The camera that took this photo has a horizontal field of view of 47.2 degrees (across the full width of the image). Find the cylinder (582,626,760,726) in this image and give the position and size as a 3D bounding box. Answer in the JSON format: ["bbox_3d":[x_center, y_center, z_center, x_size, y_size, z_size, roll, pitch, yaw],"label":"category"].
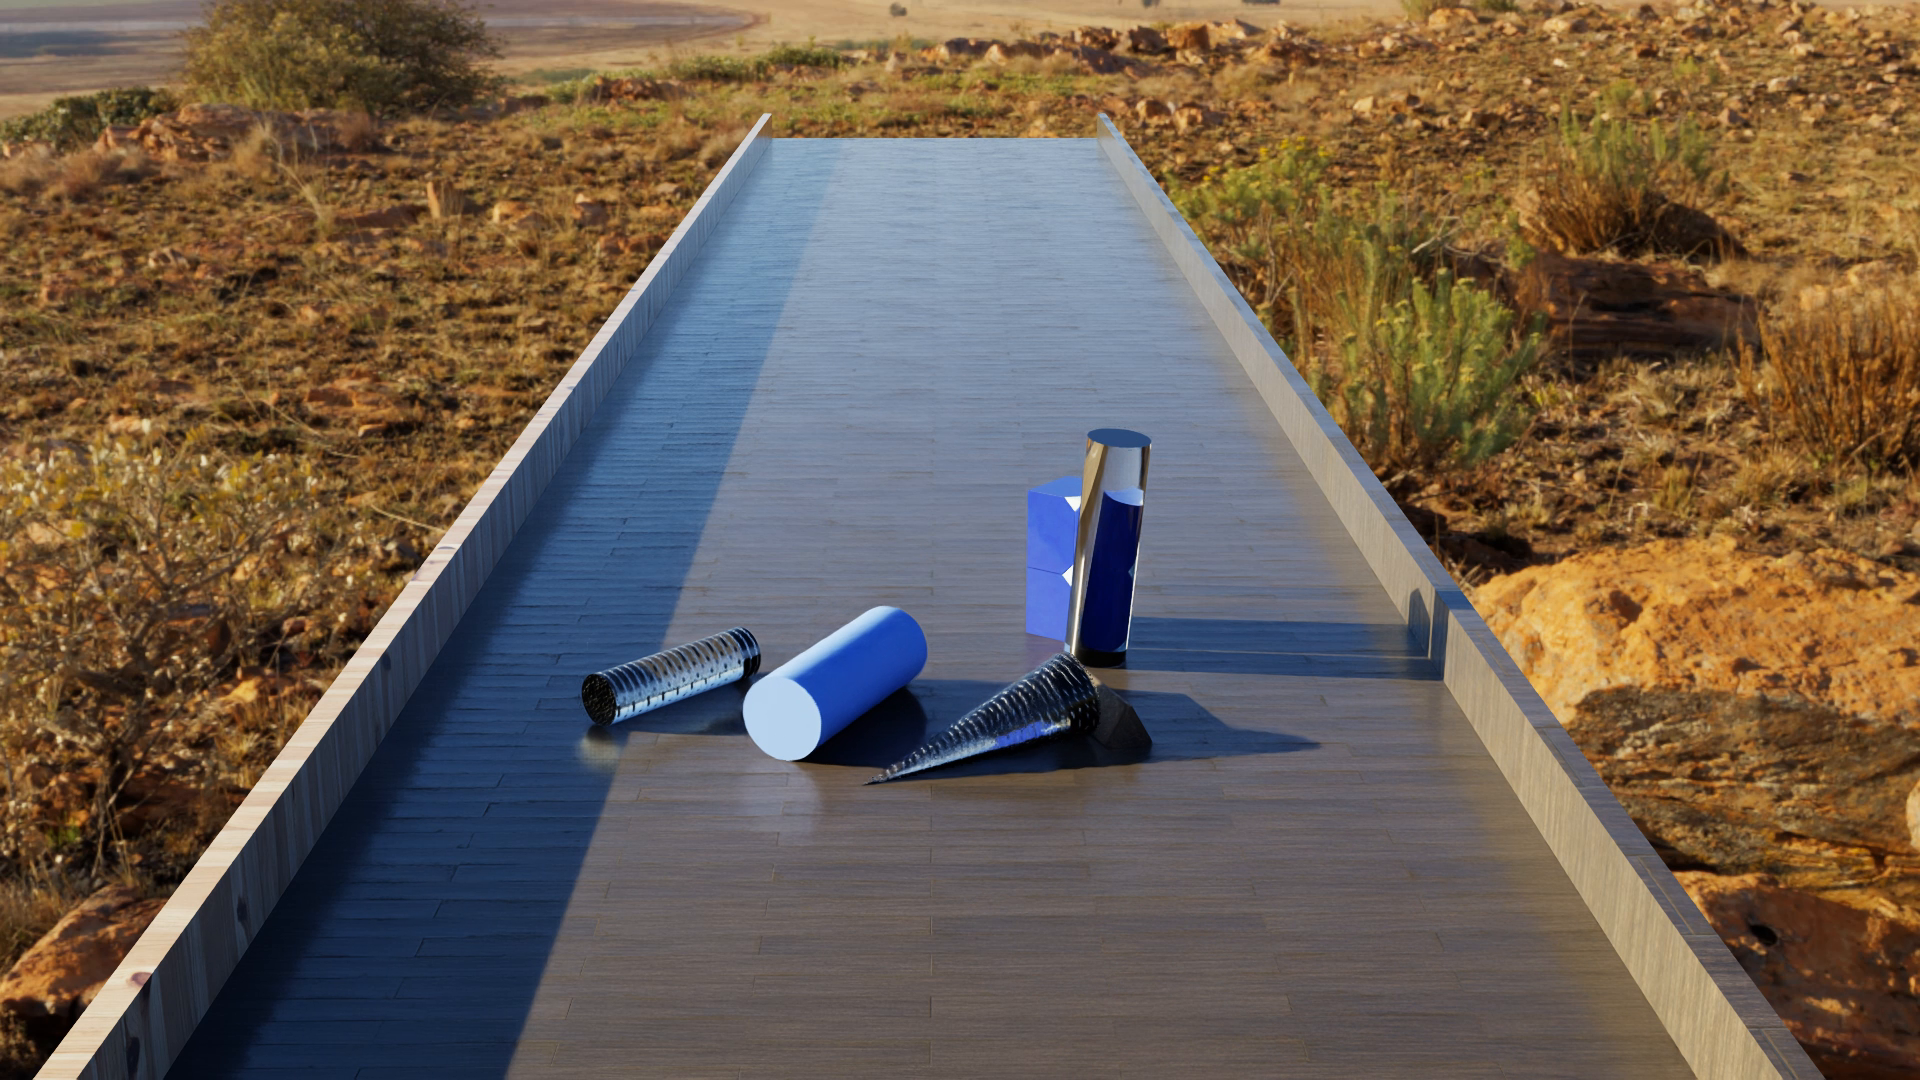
[{"bbox_3d":[-0.546,0.257,4.185,0.100,0.100,0.361,14,22,40],"label":"cylinder"}]

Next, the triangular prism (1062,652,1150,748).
[{"bbox_3d":[0.252,0.293,4.099,0.089,0.077,0.313,-6,17,-19],"label":"triangular prism"}]

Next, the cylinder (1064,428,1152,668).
[{"bbox_3d":[0.291,0.017,4.350,0.126,0.458,0.126,5,20,-2],"label":"cylinder"}]

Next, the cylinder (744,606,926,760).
[{"bbox_3d":[-0.225,0.260,4.077,0.158,0.158,0.434,7,18,23],"label":"cylinder"}]

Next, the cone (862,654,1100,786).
[{"bbox_3d":[0.017,0.353,3.905,0.459,0.156,0.156,-21,25,-28],"label":"cone"}]

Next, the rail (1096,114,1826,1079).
[{"bbox_3d":[0.932,-0.844,7.801,0.050,0.150,12.000,0,17,-1],"label":"rail"}]

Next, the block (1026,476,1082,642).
[{"bbox_3d":[0.240,0.042,4.548,0.146,0.307,0.146,12,20,35],"label":"block"}]

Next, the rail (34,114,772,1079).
[{"bbox_3d":[-1.118,-0.838,7.780,0.050,0.150,12.000,0,17,-1],"label":"rail"}]
